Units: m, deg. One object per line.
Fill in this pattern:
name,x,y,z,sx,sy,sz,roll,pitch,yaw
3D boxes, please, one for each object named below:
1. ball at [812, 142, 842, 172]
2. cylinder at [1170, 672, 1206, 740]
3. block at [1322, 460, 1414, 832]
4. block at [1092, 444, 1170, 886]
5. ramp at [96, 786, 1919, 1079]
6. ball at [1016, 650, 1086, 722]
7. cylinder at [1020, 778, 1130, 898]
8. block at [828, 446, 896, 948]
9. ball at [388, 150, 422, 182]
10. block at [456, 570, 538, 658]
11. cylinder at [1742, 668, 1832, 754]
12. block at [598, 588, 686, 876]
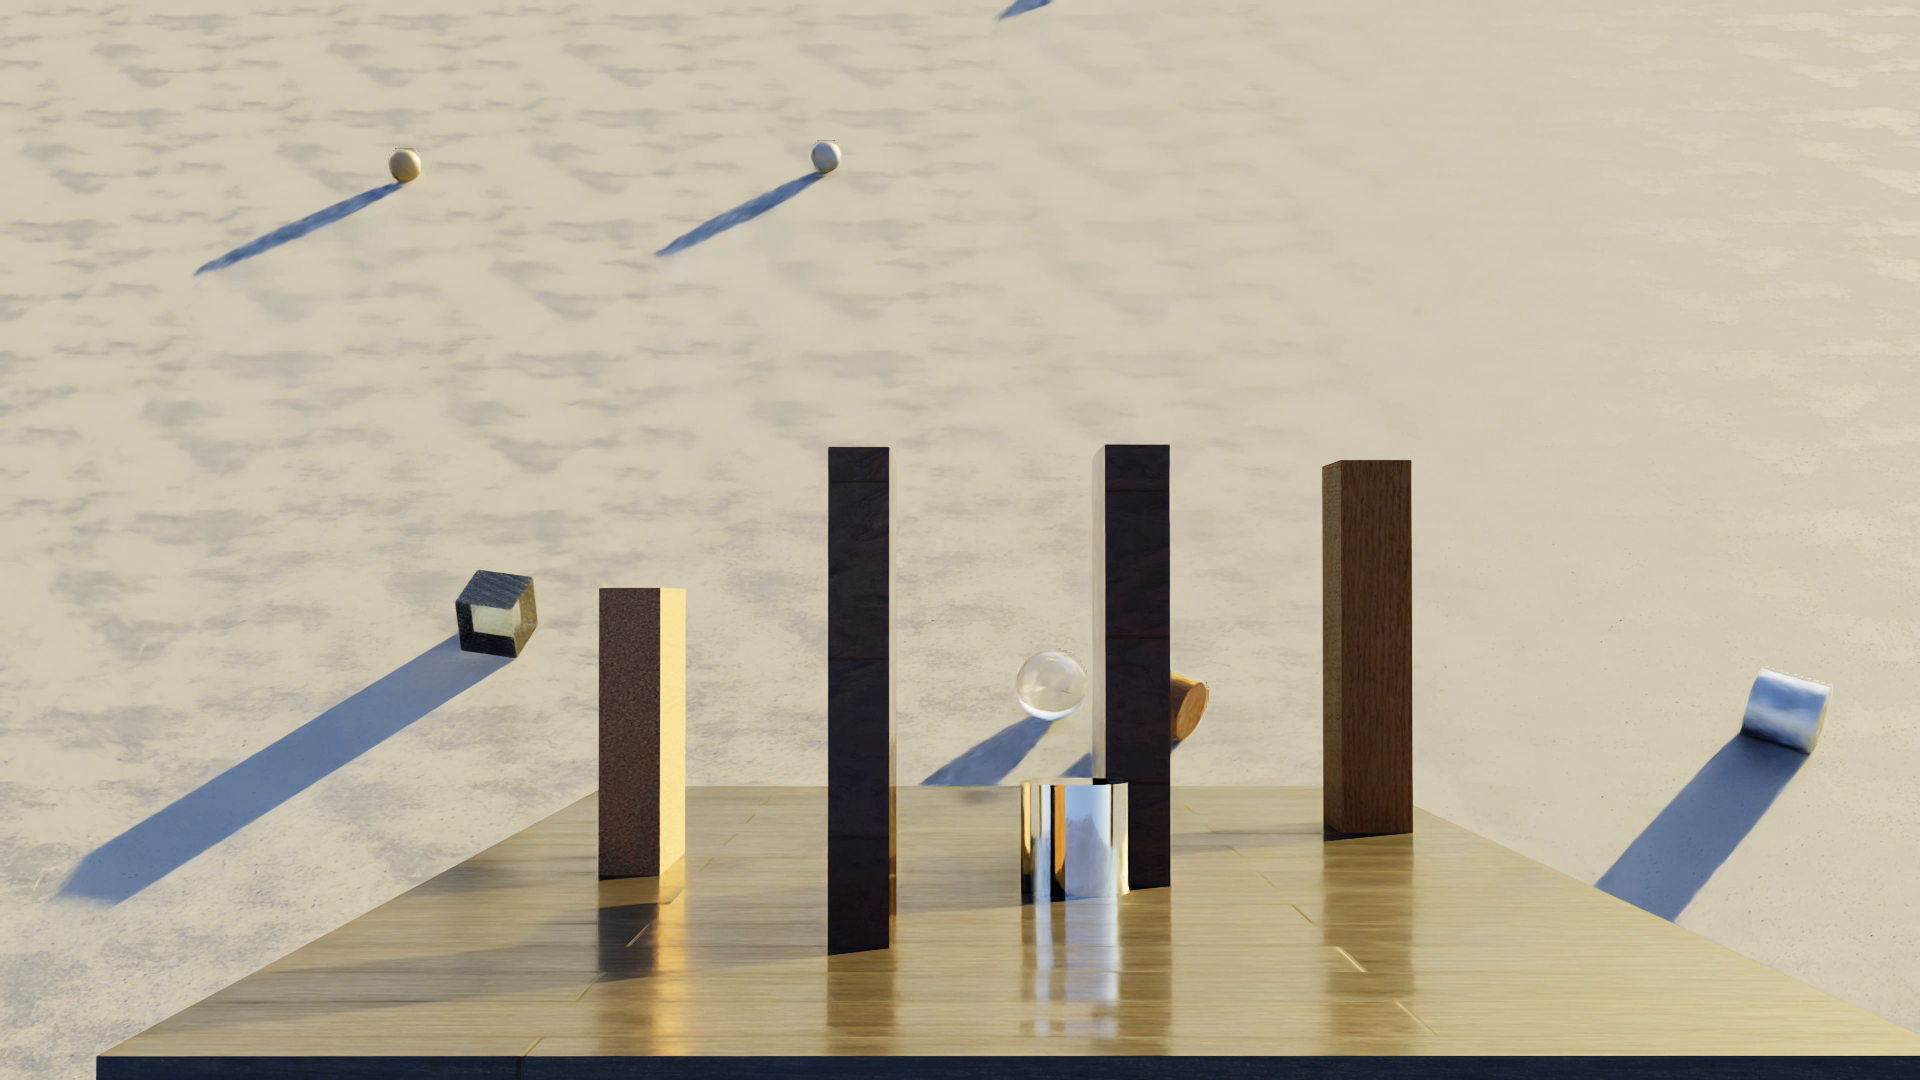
ball,-0.516,-1.479,10.014,0.117,0.117,0.117,0,34,0
cylinder,0.559,0.439,7.082,0.164,0.164,0.164,20,39,28
block,0.872,0.225,5.566,0.148,0.780,0.279,0,-1,0
block,0.303,0.218,4.637,0.111,0.753,0.426,0,-1,0
ramp,0.074,0.647,4.777,2.000,0.100,4.000,0,-1,0
ball,0.249,0.400,7.116,0.194,0.194,0.194,0,34,0
cylinder,0.193,0.496,4.344,0.183,0.183,0.183,0,-1,0
block,-0.142,0.225,3.845,0.086,0.703,0.412,0,-1,0
ball,-2.125,-1.432,9.937,0.124,0.124,0.124,0,34,0
block,-1.324,0.211,7.423,0.168,0.168,0.168,7,34,11
cylinder,2.238,0.463,7.027,0.187,0.187,0.187,17,37,23
block,-0.585,0.344,4.803,0.109,0.509,0.417,0,-1,0
